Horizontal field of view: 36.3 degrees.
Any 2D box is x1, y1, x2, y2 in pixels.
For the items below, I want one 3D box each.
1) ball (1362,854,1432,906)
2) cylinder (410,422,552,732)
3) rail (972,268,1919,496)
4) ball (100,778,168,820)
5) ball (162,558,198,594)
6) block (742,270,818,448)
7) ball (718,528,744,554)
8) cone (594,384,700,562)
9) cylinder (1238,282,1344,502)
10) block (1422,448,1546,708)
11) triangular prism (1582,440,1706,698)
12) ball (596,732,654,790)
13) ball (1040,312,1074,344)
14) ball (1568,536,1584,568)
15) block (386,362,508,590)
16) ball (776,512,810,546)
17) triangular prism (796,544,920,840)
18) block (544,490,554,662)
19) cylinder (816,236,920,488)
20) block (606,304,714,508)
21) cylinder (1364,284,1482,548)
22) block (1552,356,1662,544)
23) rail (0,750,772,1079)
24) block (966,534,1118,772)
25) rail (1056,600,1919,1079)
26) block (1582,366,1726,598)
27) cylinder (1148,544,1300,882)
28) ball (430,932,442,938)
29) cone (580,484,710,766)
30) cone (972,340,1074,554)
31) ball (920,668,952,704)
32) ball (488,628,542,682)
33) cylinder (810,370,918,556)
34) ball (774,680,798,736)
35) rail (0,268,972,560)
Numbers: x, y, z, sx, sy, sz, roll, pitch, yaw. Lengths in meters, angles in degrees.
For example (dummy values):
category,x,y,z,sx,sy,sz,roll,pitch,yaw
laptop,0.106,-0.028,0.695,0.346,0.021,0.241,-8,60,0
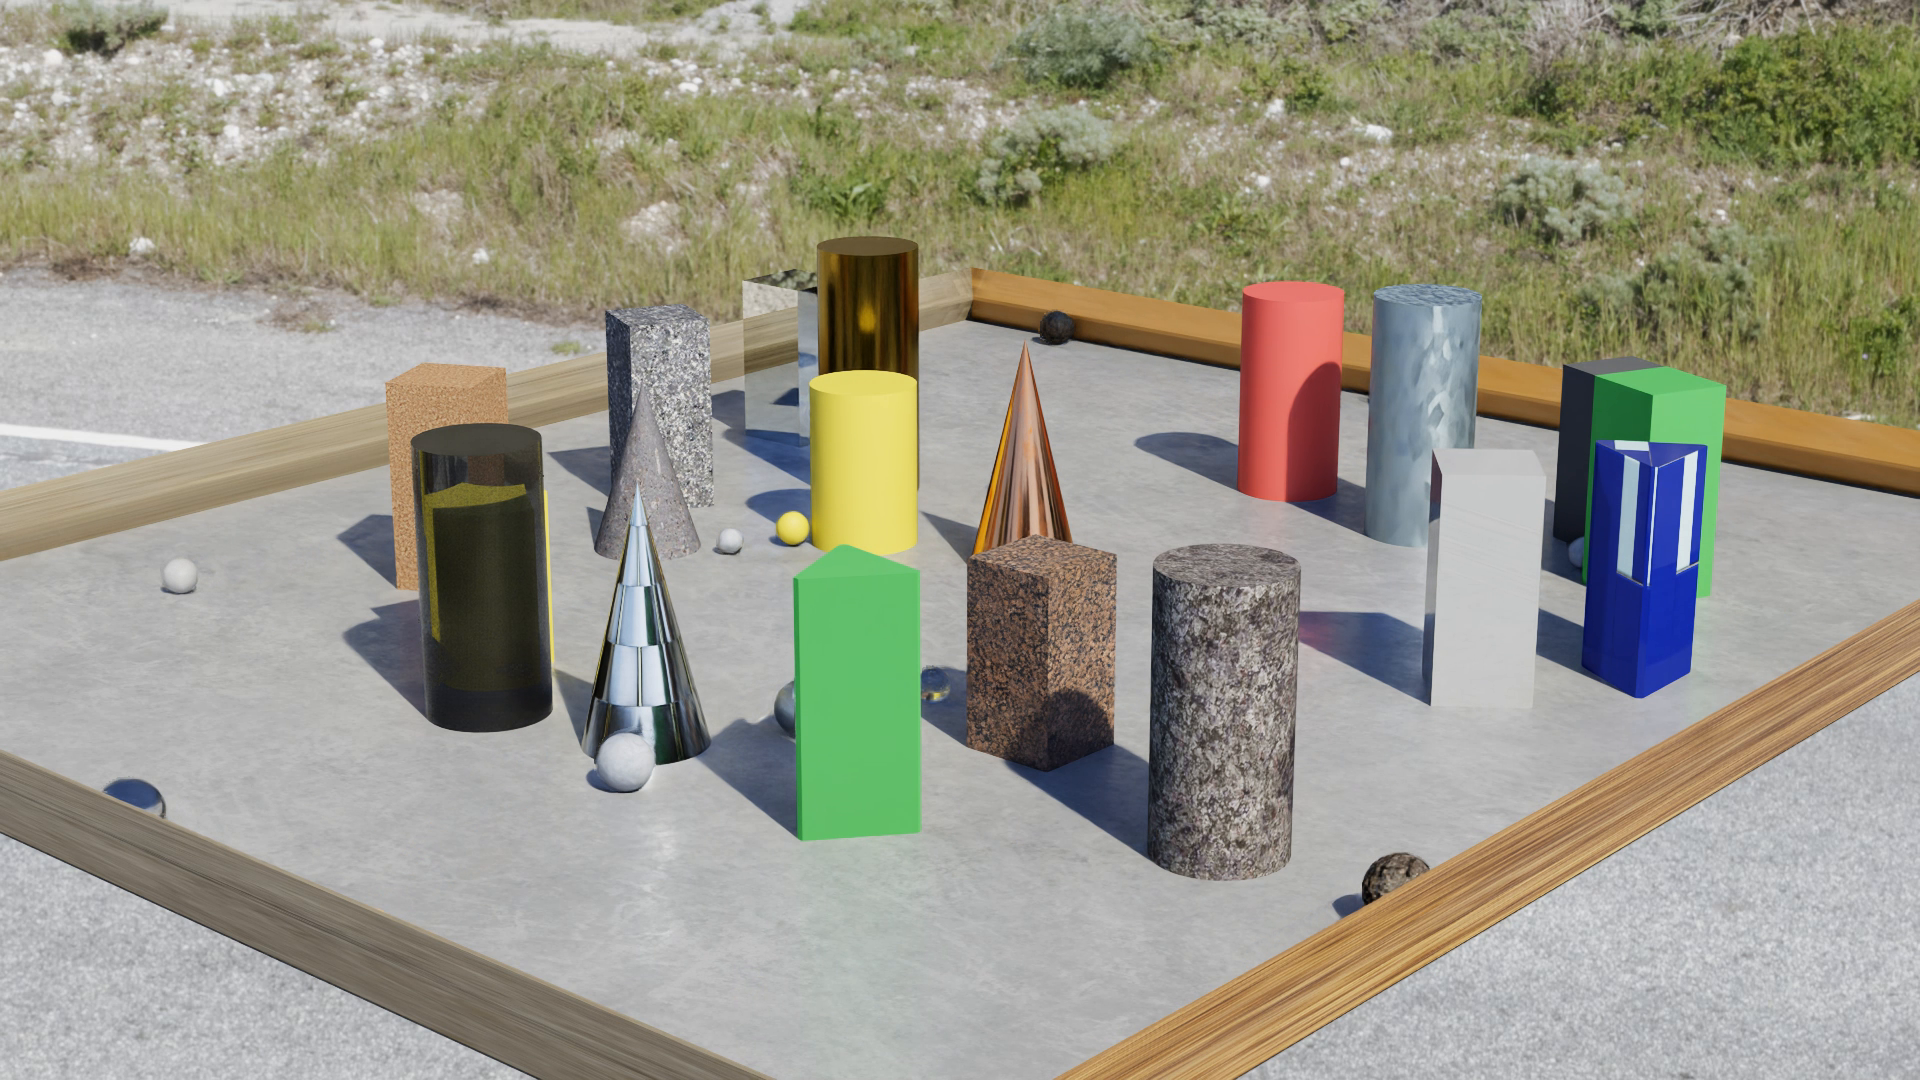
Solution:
category,x,y,z,sx,sy,sz,roll,pitch,yaw
ball,0.567,0.453,3.779,0.098,0.098,0.098,0,17,0
cylinder,-0.733,0.057,4.506,0.197,0.437,0.197,0,17,0
rail,1.101,-0.334,6.335,2.886,0.128,0.045,14,22,39
ball,-1.141,0.376,4.032,0.098,0.098,0.098,0,17,0
ball,-1.366,0.062,5.138,0.062,0.062,0.062,0,17,0
block,-0.341,-0.382,6.145,0.157,0.332,0.157,14,22,38
ball,-0.420,0.002,5.363,0.047,0.047,0.047,0,17,0
cone,-0.577,-0.138,5.366,0.197,0.313,0.197,0,17,0
cylinder,0.646,-0.292,5.734,0.197,0.395,0.197,0,17,0
block,0.820,0.059,4.605,0.157,0.375,0.157,1,17,3
triangular prism,1.069,0.036,4.675,0.148,0.379,0.170,14,22,38
ball,-0.484,0.321,4.242,0.084,0.084,0.084,0,17,0
ball,0.232,-0.506,6.994,0.079,0.079,0.079,0,17,0
ball,1.122,0.023,5.273,0.058,0.058,0.058,0,17,0
block,-0.896,-0.109,5.164,0.157,0.374,0.157,4,17,14
ball,-0.309,-0.021,5.415,0.062,0.062,0.062,0,17,0
triangular prism,-0.152,0.209,4.098,0.170,0.381,0.148,-3,17,-10
block,-0.773,0.056,4.764,0.157,0.290,0.157,-12,21,-35
cylinder,-0.178,-0.336,5.727,0.197,0.484,0.197,0,17,0
block,-0.579,-0.254,5.656,0.157,0.368,0.157,-7,18,-23
cylinder,0.856,-0.231,5.432,0.197,0.454,0.197,0,17,0
block,1.211,-0.153,5.389,0.157,0.330,0.157,-8,18,-24
rail,-1.101,0.398,3.905,2.886,0.128,0.045,14,22,39
block,0.121,0.167,4.378,0.157,0.300,0.157,14,22,39
rail,1.072,0.301,4.229,0.045,0.128,3.407,14,22,39
block,1.207,-0.094,5.107,0.157,0.378,0.157,-8,19,-25
cylinder,0.356,0.231,3.968,0.197,0.414,0.197,0,17,0
ball,-0.660,0.518,3.609,0.072,0.072,0.072,0,17,0
cone,-0.475,0.111,4.375,0.197,0.409,0.197,0,17,0
cone,0.115,-0.155,5.239,0.197,0.419,0.197,0,17,0
ball,-0.042,0.228,4.598,0.056,0.056,0.056,0,17,0
ball,-0.712,0.183,4.691,0.088,0.088,0.088,0,17,0
cylinder,-0.177,-0.143,5.403,0.197,0.301,0.197,0,17,0
ball,-0.239,0.255,4.457,0.086,0.086,0.086,0,17,0
rail,-1.072,-0.237,6.011,0.045,0.128,3.407,14,22,39
